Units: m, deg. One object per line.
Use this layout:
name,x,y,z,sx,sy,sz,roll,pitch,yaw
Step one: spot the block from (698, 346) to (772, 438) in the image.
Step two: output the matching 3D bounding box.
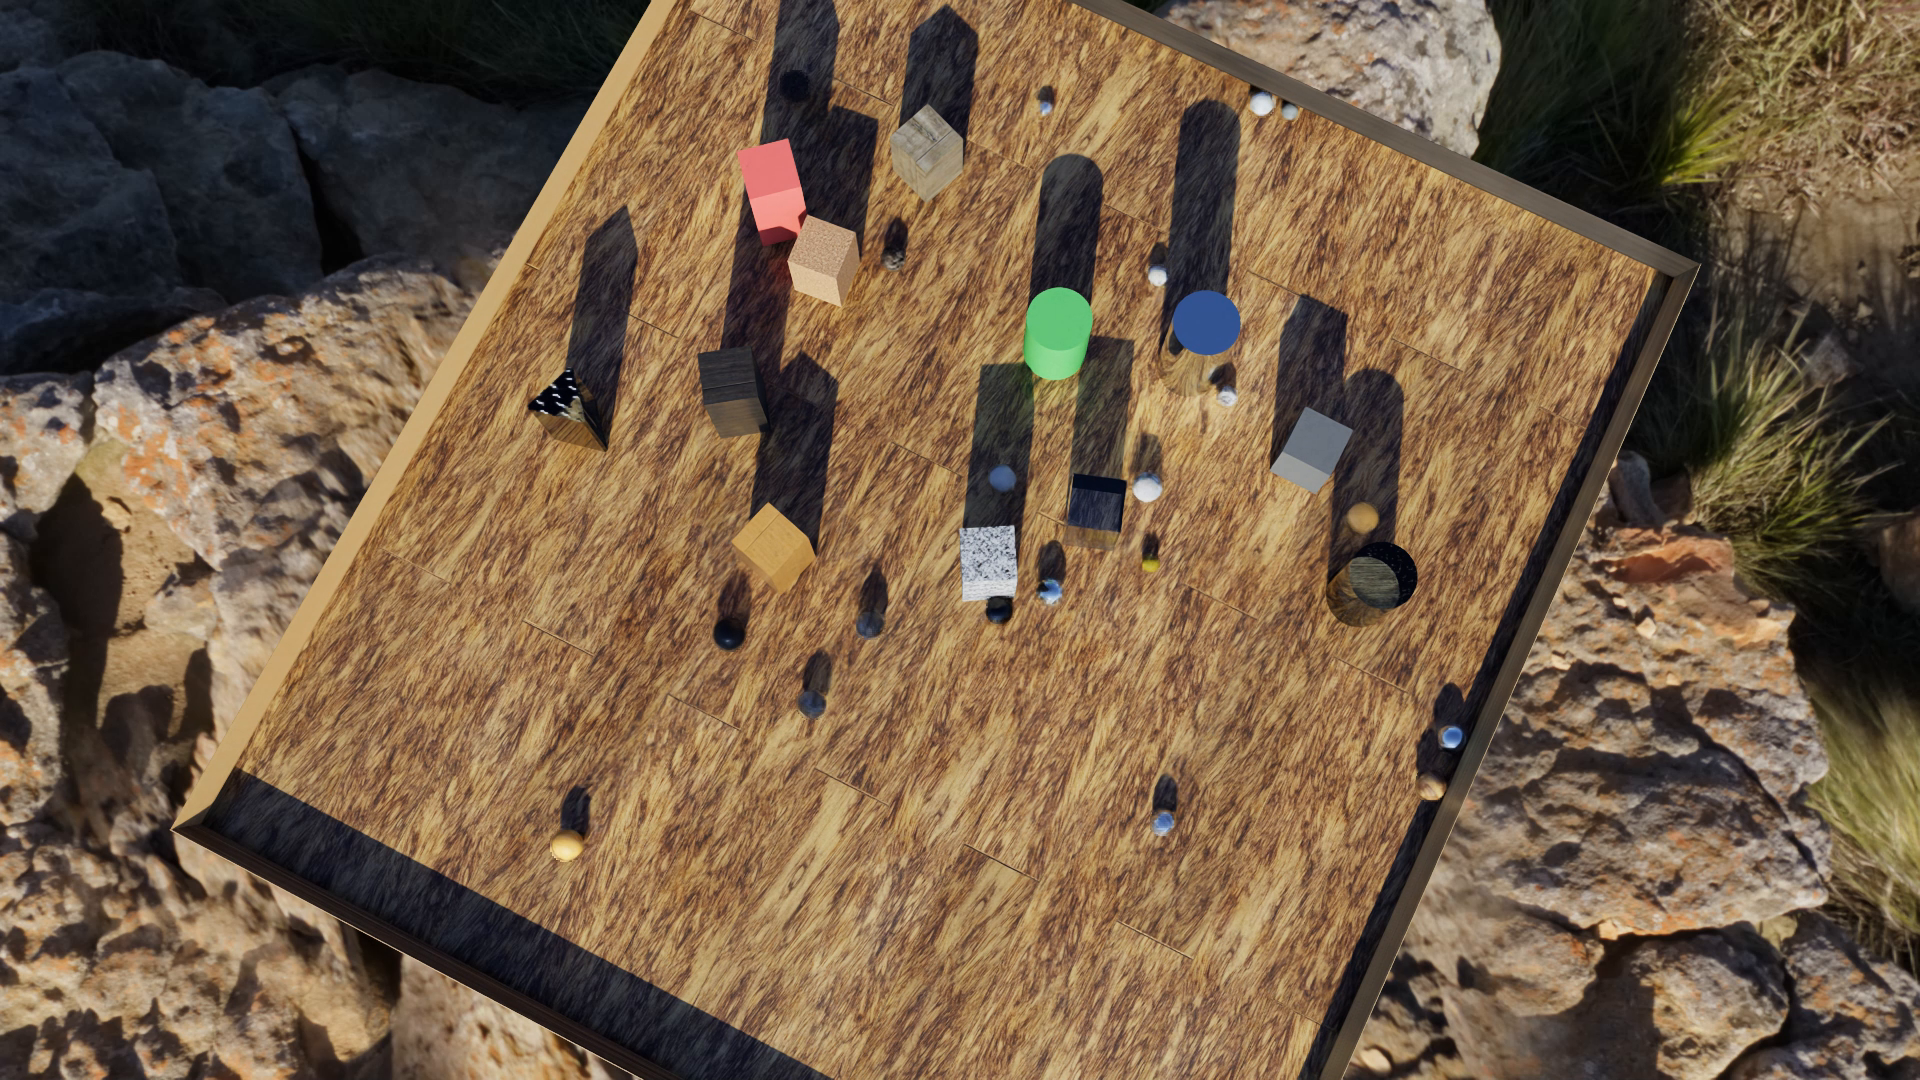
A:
block,-0.676,-0.441,5.513,0.158,0.381,0.158,-9,78,-2

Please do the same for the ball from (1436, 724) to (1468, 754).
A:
ball,1.462,0.593,5.448,0.091,0.091,0.091,0,78,0

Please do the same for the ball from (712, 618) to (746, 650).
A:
ball,-0.694,0.281,5.508,0.099,0.099,0.099,0,78,0

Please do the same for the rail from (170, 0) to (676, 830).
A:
rail,-1.466,-0.711,5.697,0.045,0.128,3.596,26,80,5

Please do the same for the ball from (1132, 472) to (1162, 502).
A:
ball,0.573,-0.162,5.603,0.092,0.092,0.092,0,78,0

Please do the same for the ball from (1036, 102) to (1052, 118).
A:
ball,0.272,-1.382,5.877,0.050,0.050,0.050,0,78,0

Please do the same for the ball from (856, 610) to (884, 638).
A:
ball,-0.271,0.254,5.519,0.088,0.088,0.088,0,78,0

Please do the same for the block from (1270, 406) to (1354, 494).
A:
block,1.062,-0.270,5.551,0.158,0.237,0.158,28,80,5

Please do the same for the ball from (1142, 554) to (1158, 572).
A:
ball,0.578,0.070,5.576,0.052,0.052,0.052,0,78,0

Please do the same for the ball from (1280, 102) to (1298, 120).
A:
ball,1.056,-1.375,5.873,0.056,0.056,0.056,0,78,0

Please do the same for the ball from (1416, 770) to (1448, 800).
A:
ball,1.397,0.726,5.422,0.088,0.088,0.088,0,78,0

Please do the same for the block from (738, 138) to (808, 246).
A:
block,-0.569,-1.065,5.640,0.158,0.386,0.158,-15,79,-3

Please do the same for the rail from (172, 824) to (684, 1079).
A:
rail,-0.793,1.561,5.227,3.325,0.128,0.045,26,80,5

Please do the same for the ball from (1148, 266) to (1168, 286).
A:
ball,0.623,-0.831,5.756,0.064,0.064,0.064,0,78,0

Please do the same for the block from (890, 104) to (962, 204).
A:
block,-0.103,-1.207,5.736,0.158,0.255,0.158,-43,81,-8

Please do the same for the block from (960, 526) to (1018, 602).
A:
block,0.082,0.072,5.439,0.158,0.319,0.158,-3,78,-1

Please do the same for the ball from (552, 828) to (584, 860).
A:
ball,-1.153,0.894,5.386,0.090,0.090,0.090,0,78,0

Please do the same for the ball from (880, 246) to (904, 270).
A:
ball,-0.212,-0.886,5.761,0.077,0.077,0.077,0,78,0

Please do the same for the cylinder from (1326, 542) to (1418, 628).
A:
cylinder,1.213,0.135,5.417,0.198,0.335,0.198,0,78,0

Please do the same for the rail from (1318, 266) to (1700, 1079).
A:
rail,1.466,0.724,5.400,0.045,0.128,3.596,26,80,5

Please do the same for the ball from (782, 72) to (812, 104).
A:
ball,-0.523,-1.447,5.866,0.097,0.097,0.097,0,78,0

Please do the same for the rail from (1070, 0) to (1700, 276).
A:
rail,0.793,-1.547,5.870,3.325,0.128,0.045,26,80,5

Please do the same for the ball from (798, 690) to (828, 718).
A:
ball,-0.440,0.488,5.471,0.087,0.087,0.087,0,78,0

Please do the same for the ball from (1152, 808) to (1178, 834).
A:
ball,0.603,0.831,5.407,0.075,0.075,0.075,0,78,0

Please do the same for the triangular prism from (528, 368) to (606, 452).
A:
triangular prism,-1.157,-0.401,5.522,0.171,0.349,0.148,15,79,3

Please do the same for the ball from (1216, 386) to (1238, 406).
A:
ball,0.827,-0.445,5.677,0.063,0.063,0.063,0,78,0

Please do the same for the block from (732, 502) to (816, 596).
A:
block,-0.552,0.029,5.457,0.158,0.301,0.158,41,81,8

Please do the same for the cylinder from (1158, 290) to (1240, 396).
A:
cylinder,0.715,-0.586,5.518,0.198,0.431,0.198,0,78,0

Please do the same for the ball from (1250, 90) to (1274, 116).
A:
ball,0.965,-1.399,5.867,0.077,0.077,0.077,0,78,0

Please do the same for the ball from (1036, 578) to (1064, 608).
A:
ball,0.272,0.159,5.539,0.088,0.088,0.088,0,78,0

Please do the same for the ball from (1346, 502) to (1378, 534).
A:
ball,1.227,-0.066,5.583,0.093,0.093,0.093,0,78,0

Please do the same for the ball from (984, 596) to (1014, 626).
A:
ball,0.118,0.213,5.528,0.086,0.086,0.086,0,78,0

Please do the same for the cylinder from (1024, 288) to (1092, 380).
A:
cylinder,0.296,-0.626,5.592,0.198,0.301,0.198,0,78,0

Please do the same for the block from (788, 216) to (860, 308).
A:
block,-0.418,-0.859,5.661,0.158,0.262,0.158,21,79,4

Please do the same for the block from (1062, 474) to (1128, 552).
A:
block,0.401,-0.081,5.491,0.158,0.279,0.158,8,78,2

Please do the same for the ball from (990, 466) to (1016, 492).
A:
ball,0.132,-0.186,5.614,0.081,0.081,0.081,0,78,0
